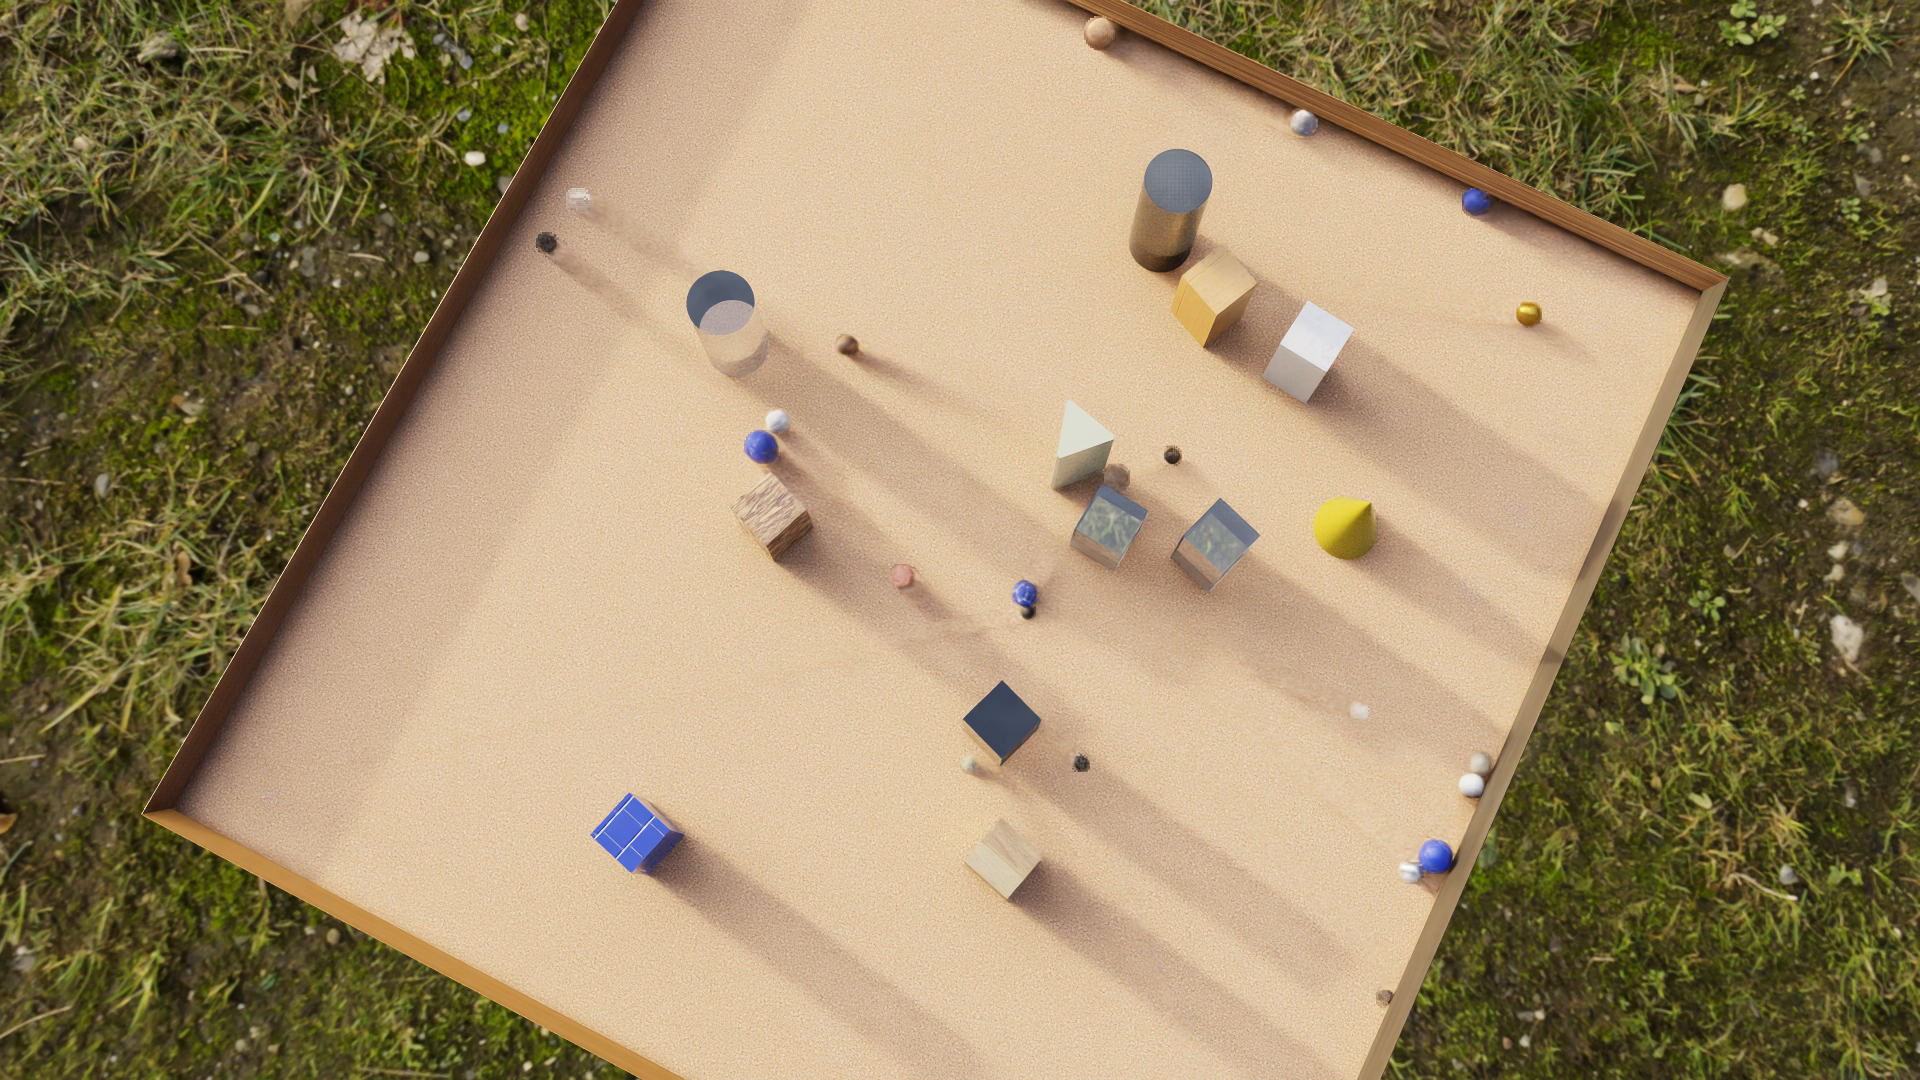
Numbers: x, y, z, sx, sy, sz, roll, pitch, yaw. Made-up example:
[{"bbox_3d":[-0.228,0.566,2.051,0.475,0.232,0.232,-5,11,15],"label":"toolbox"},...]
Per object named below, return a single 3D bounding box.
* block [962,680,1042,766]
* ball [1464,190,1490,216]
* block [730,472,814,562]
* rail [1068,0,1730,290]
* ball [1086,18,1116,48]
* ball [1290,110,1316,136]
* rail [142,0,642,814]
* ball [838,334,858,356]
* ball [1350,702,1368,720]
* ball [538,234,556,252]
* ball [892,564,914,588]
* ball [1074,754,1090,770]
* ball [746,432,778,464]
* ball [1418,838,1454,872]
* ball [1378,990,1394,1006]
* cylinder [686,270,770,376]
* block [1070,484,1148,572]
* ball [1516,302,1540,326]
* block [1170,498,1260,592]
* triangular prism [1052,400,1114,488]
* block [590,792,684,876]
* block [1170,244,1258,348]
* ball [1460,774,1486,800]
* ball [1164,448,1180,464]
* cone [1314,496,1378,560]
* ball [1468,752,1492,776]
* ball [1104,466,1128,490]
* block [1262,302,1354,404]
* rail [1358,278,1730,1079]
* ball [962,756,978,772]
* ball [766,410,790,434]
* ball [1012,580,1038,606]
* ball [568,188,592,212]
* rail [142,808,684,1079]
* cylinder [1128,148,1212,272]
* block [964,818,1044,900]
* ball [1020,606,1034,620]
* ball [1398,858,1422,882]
[{"bbox_3d":[0.120,0.540,5.359,0.160,0.286,0.160,-44,82,-8],"label":"block"},{"bbox_3d":[1.634,-1.068,5.797,0.080,0.080,0.080,0,78,0],"label":"ball"},{"bbox_3d":[-0.562,-0.067,5.495,0.160,0.265,0.160,-43,81,-8],"label":"block"},{"bbox_3d":[0.793,-1.546,5.870,3.520,0.130,0.045,26,80,5],"label":"rail"},{"bbox_3d":[0.454,-1.636,5.908,0.092,0.092,0.092,0,78,0],"label":"ball"},{"bbox_3d":[1.097,-1.331,5.851,0.080,0.080,0.080,0,78,0],"label":"ball"},{"bbox_3d":[-1.553,-0.753,5.705,0.045,0.130,3.594,26,80,5],"label":"rail"},{"bbox_3d":[-0.349,-0.605,5.707,0.068,0.068,0.068,0,78,0],"label":"ball"},{"bbox_3d":[1.193,0.511,5.484,0.052,0.052,0.052,0,78,0],"label":"ball"},{"bbox_3d":[-1.301,-0.936,5.782,0.056,0.056,0.056,0,78,0],"label":"ball"},{"bbox_3d":[-0.174,0.109,5.560,0.068,0.068,0.068,0,78,0],"label":"ball"},{"bbox_3d":[0.361,0.662,5.456,0.046,0.046,0.046,0,78,0],"label":"ball"},{"bbox_3d":[-0.607,-0.282,5.624,0.100,0.100,0.100,0,78,0],"label":"ball"},{"bbox_3d":[1.395,0.926,5.375,0.099,0.099,0.099,0,78,0],"label":"ball"},{"bbox_3d":[1.237,1.329,5.316,0.049,0.049,0.049,0,78,0],"label":"ball"},{"bbox_3d":[-0.697,-0.649,5.539,0.199,0.416,0.199,0,78,0],"label":"cylinder"},{"bbox_3d":[0.445,-0.035,5.496,0.160,0.250,0.160,31,80,6],"label":"block"},{"bbox_3d":[1.774,-0.706,5.725,0.074,0.074,0.074,0,78,0],"label":"ball"},{"bbox_3d":[0.756,0.019,5.449,0.160,0.320,0.160,44,82,8],"label":"block"},{"bbox_3d":[0.339,-0.296,5.476,0.173,0.395,0.150,-19,79,-4],"label":"triangular prism"},{"bbox_3d":[-0.928,0.852,5.294,0.160,0.286,0.160,41,81,8],"label":"block"},{"bbox_3d":[0.773,-0.744,5.609,0.160,0.317,0.160,-38,81,-7],"label":"block"},{"bbox_3d":[1.517,0.729,5.427,0.075,0.075,0.075,0,78,0],"label":"ball"},{"bbox_3d":[0.654,-0.259,5.644,0.052,0.052,0.052,0,78,0],"label":"ball"},{"bbox_3d":[1.185,-0.074,5.452,0.199,0.352,0.199,0,78,0],"label":"cone"},{"bbox_3d":[1.544,0.665,5.445,0.067,0.067,0.067,0,78,0],"label":"ball"},{"bbox_3d":[0.479,-0.191,5.617,0.076,0.076,0.076,0,78,0],"label":"ball"},{"bbox_3d":[1.052,-0.566,5.561,0.160,0.338,0.160,33,80,6],"label":"block"},{"bbox_3d":[1.553,0.767,5.391,0.045,0.130,3.594,26,80,5],"label":"rail"},{"bbox_3d":[0.030,0.667,5.456,0.044,0.044,0.044,0,78,0],"label":"ball"},{"bbox_3d":[-0.563,-0.362,5.655,0.073,0.073,0.073,0,78,0],"label":"ball"},{"bbox_3d":[0.196,0.161,5.544,0.077,0.077,0.077,0,78,0],"label":"ball"},{"bbox_3d":[-1.205,-1.074,5.801,0.074,0.074,0.074,0,78,0],"label":"ball"},{"bbox_3d":[-0.793,1.560,5.226,3.520,0.130,0.045,26,80,5],"label":"rail"},{"bbox_3d":[0.635,-0.993,5.568,0.199,0.498,0.199,0,78,0],"label":"cylinder"},{"bbox_3d":[0.124,0.921,5.280,0.160,0.286,0.160,41,81,8],"label":"block"},{"bbox_3d":[0.204,0.219,5.550,0.042,0.042,0.042,0,78,0],"label":"ball"},{"bbox_3d":[1.323,0.970,5.381,0.067,0.067,0.067,0,78,0],"label":"ball"}]
